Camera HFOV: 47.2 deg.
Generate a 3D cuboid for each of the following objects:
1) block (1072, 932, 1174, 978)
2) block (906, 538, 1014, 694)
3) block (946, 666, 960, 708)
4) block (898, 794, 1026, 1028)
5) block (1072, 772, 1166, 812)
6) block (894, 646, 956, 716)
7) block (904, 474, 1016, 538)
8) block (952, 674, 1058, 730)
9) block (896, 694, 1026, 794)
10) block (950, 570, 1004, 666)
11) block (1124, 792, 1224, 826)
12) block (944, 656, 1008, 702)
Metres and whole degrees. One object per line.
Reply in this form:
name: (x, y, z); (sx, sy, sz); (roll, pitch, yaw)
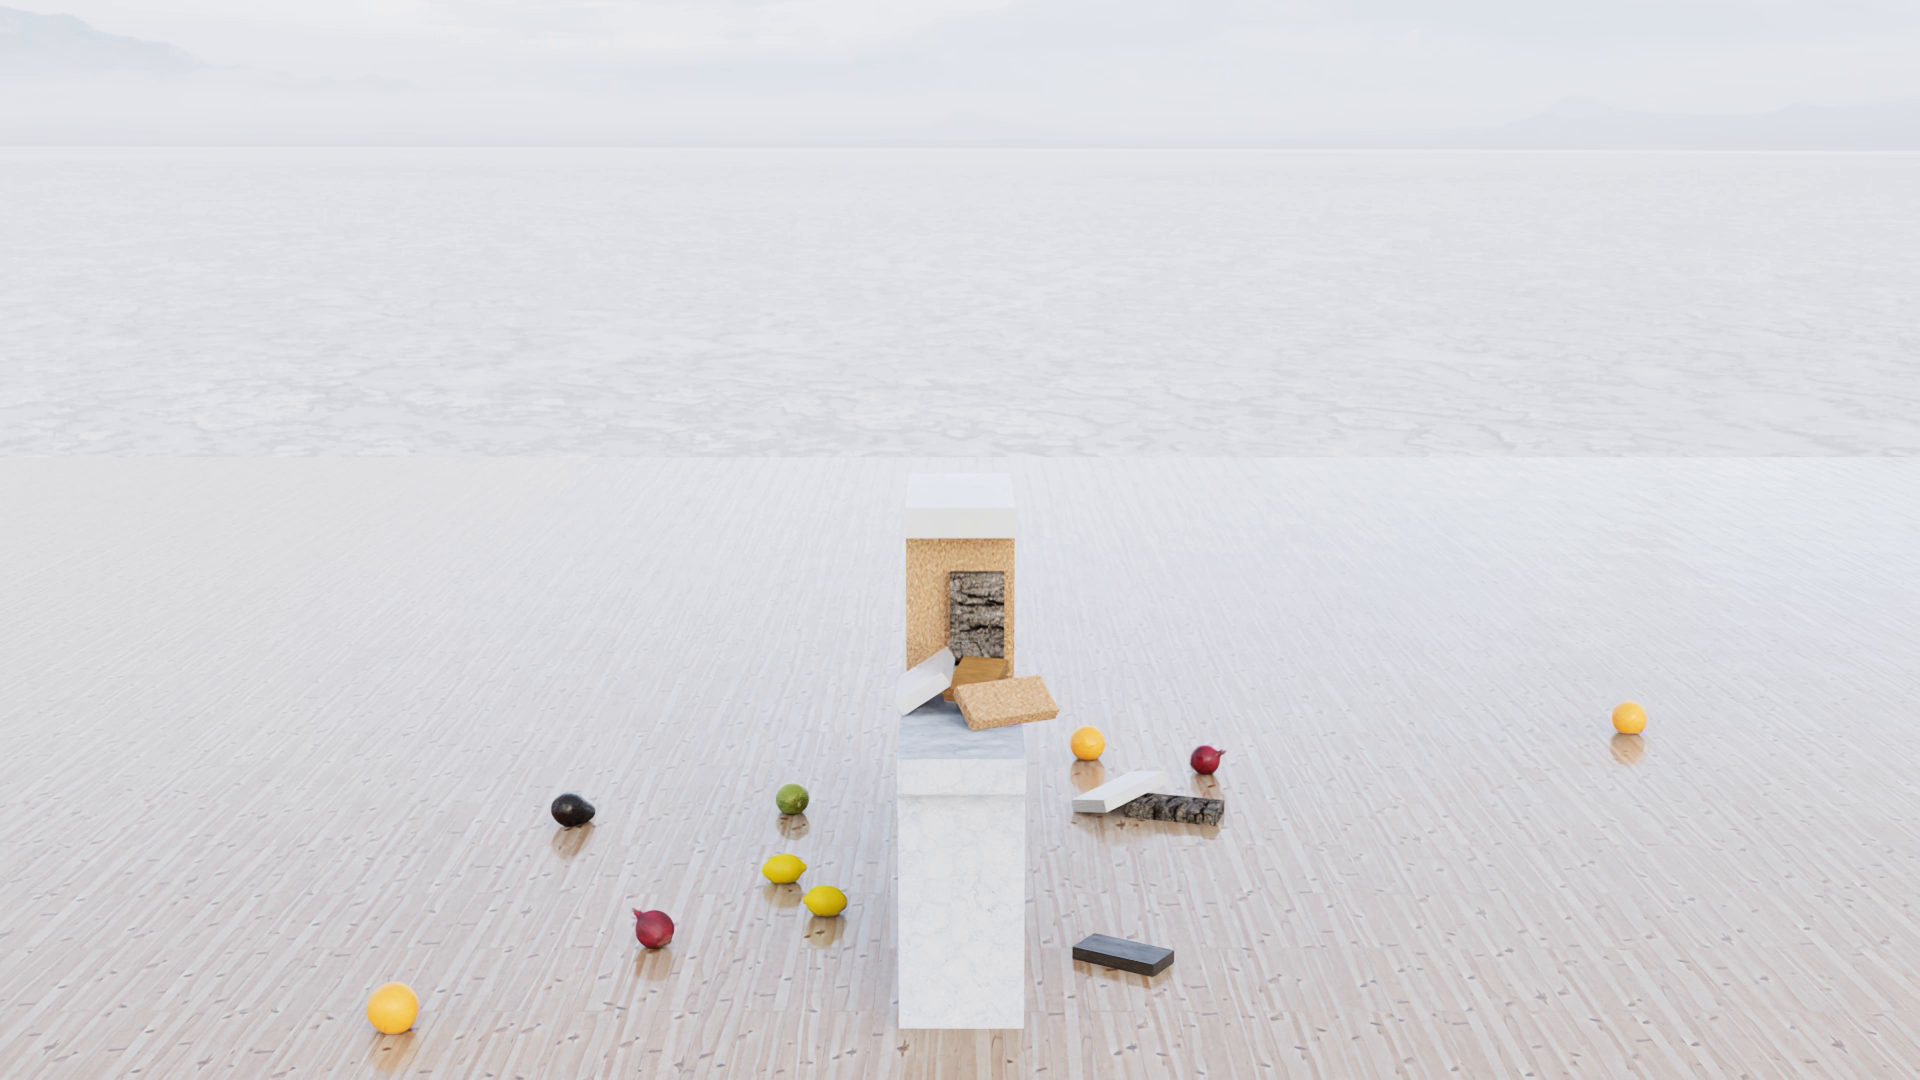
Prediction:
block: (0.250, 0.635, 3.370); (0.140, 0.020, 0.070); (7, 12, 32)
block: (0.001, 0.152, 3.481); (0.170, 0.340, 0.048); (0, 10, 1)
block: (0.024, 0.224, 3.357); (0.085, 0.024, 0.169); (0, 11, 1)
block: (0.002, 0.513, 3.110); (0.177, 0.355, 0.050); (0, 11, 0)
block: (0.299, 0.473, 4.133); (0.171, 0.024, 0.086); (-19, 8, -42)
block: (-0.052, 0.211, 3.309); (0.085, 0.024, 0.169); (-33, 8, 7)
block: (0.000, -0.058, 3.544); (0.170, 0.048, 0.340); (0, 11, 0)
block: (0.067, 0.236, 3.201); (0.140, 0.020, 0.070); (-6, 48, -28)
block: (0.002, 0.293, 3.189); (0.177, 0.050, 0.355); (0, 11, 0)
block: (0.027, 0.260, 3.461); (0.085, 0.424, 0.024); (0, 10, 1)
block: (0.399, 0.499, 4.090); (0.171, 0.024, 0.085); (3, 11, 18)
block: (0.026, 0.209, 3.297); (0.070, 0.020, 0.139); (3, 17, 11)
